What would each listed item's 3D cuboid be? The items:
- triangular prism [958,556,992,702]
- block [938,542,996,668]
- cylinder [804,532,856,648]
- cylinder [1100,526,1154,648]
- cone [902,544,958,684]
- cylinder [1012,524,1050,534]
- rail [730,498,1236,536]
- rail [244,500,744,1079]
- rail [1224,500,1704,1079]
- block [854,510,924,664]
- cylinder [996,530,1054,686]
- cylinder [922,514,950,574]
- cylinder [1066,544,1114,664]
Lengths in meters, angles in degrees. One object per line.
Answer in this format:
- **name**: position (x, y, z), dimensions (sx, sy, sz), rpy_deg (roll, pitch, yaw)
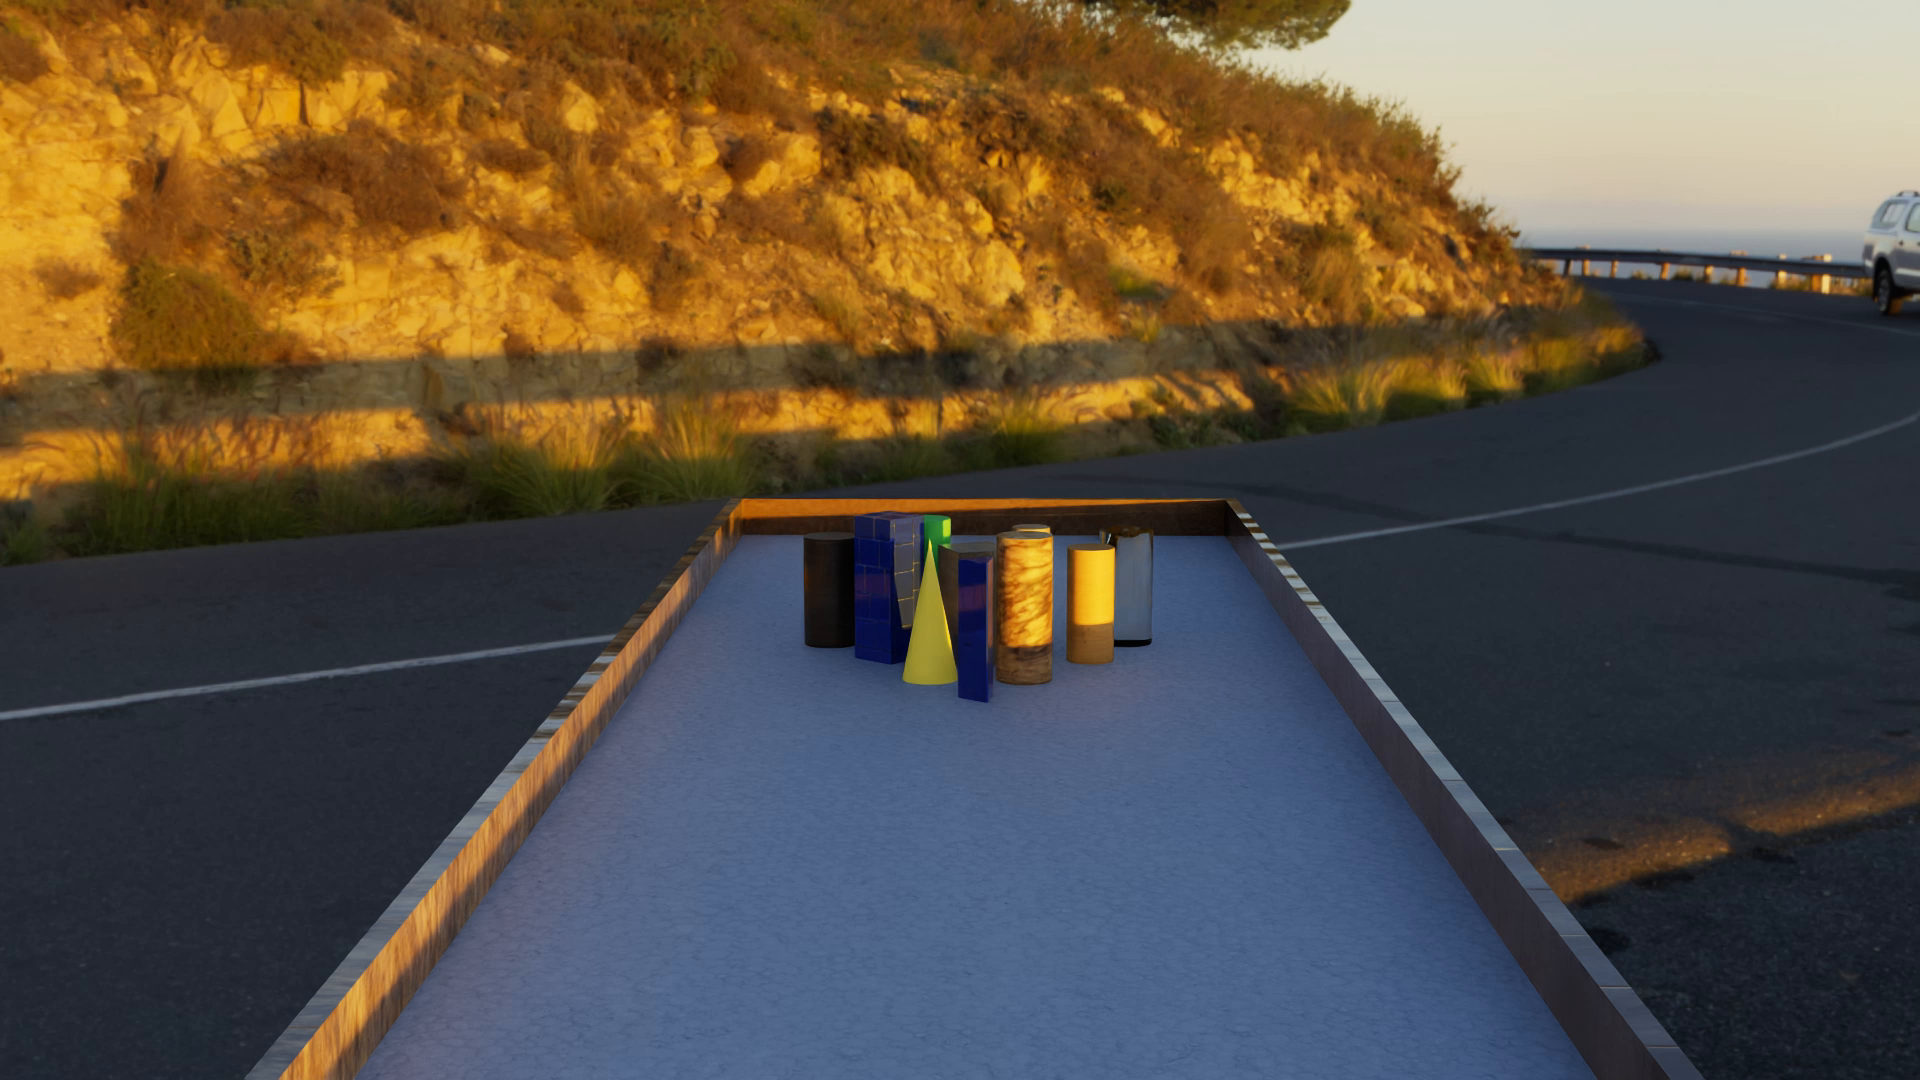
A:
- **triangular prism**: position (0.063, 0.248, 6.178), dimensions (0.103, 0.396, 0.089), rpy_deg (7, 11, 38)
- **block**: position (0.044, 0.194, 6.668), dimensions (0.171, 0.350, 0.171), rpy_deg (-4, 10, -22)
- **cylinder**: position (-0.407, 0.156, 6.930), dimensions (0.170, 0.343, 0.170), rpy_deg (0, 9, 0)
- **cylinder**: position (0.523, 0.146, 6.942), dimensions (0.170, 0.359, 0.170), rpy_deg (0, 9, 0)
- **cone**: position (-0.087, 0.202, 6.414), dimensions (0.165, 0.413, 0.165), rpy_deg (0, 9, 0)
- **cylinder**: position (0.224, 0.139, 6.962), dimensions (0.121, 0.366, 0.121), rpy_deg (0, 9, 0)
- **rail**: position (0.099, -0.098, 9.147), dimensions (2.100, 0.150, 0.050), rpy_deg (0, 9, 1)
- **rail**: position (-1.004, 0.839, 3.234), dimensions (0.050, 0.150, 12.000), rpy_deg (0, 9, 1)
- **rail**: position (1.046, 0.843, 3.208), dimensions (0.050, 0.150, 12.000), rpy_deg (0, 9, 1)
- **block**: position (-0.215, 0.143, 6.704), dimensions (0.150, 0.440, 0.150), rpy_deg (8, 12, 41)
- **cylinder**: position (0.188, 0.197, 6.405), dimensions (0.165, 0.427, 0.165), rpy_deg (0, 9, 0)
- **cylinder**: position (-0.102, 0.127, 6.939), dimensions (0.146, 0.397, 0.146), rpy_deg (0, 9, 0)
- **cylinder**: position (0.397, 0.193, 6.680), dimensions (0.144, 0.348, 0.144), rpy_deg (0, 9, 0)
